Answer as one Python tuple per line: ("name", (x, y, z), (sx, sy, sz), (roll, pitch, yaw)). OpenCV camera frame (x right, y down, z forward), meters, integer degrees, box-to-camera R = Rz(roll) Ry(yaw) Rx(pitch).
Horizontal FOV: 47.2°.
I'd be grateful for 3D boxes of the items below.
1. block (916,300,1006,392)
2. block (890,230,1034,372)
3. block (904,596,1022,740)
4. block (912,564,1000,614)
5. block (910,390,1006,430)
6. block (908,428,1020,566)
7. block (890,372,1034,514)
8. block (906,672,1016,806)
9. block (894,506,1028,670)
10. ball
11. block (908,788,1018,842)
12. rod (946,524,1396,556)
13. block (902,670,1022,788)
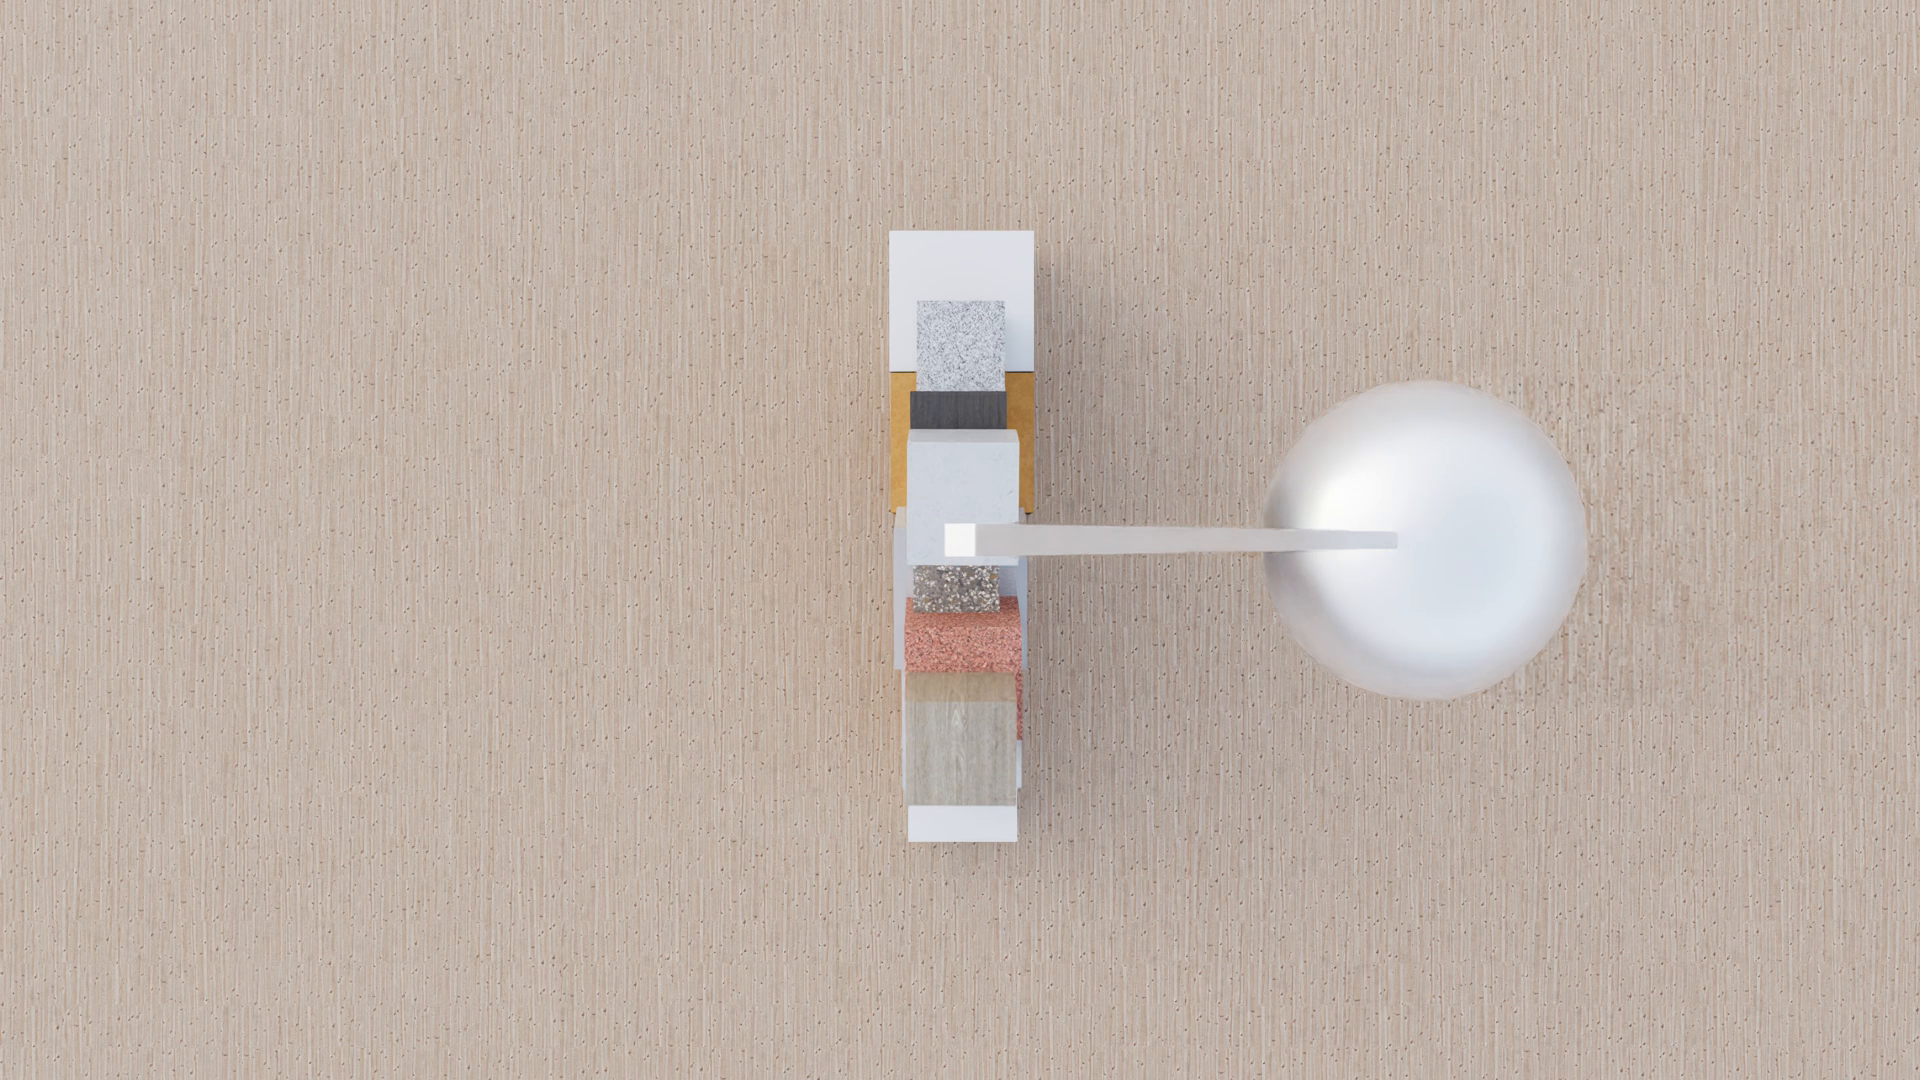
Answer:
("block", (0.004, -0.994, 11.928), (0.470, 0.477, 0.532), (0, 87, 0))
("block", (0.009, -1.324, 12.591), (0.800, 0.818, 0.778), (0, 90, 0))
("block", (0.016, 0.655, 11.327), (0.585, 0.677, 0.587), (-1, 101, 0))
("block", (-0.019, 0.130, 11.386), (0.440, 0.370, 0.420), (-1, 101, 0))
("block", (-0.007, -0.514, 11.371), (0.489, 0.504, 0.478), (0, 90, 0))
("block", (0.014, -0.217, 10.886), (0.539, 0.478, 0.603), (0, 100, 0))
("block", (0.014, -0.538, 12.581), (0.793, 0.838, 0.773), (0, 90, 0))
("block", (0.004, 0.971, 10.790), (0.531, 0.493, 0.524), (0, 103, 0))
("block", (0.003, 0.252, 11.922), (0.701, 0.632, 0.761), (0, 101, 0))
("ball", (2.295, 0.000, 10.960), (1.600, 1.600, 1.600), (0, 90, 0))
("block", (0.016, 1.414, 12.745), (0.618, 0.509, 0.598), (0, 90, 0))
("rod", (0.994, 0.000, 7.818), (0.080, 5.200, 0.080), (0, 90, 22))
("block", (0.008, 0.979, 12.010), (0.636, 0.562, 0.646), (0, 96, 0))
